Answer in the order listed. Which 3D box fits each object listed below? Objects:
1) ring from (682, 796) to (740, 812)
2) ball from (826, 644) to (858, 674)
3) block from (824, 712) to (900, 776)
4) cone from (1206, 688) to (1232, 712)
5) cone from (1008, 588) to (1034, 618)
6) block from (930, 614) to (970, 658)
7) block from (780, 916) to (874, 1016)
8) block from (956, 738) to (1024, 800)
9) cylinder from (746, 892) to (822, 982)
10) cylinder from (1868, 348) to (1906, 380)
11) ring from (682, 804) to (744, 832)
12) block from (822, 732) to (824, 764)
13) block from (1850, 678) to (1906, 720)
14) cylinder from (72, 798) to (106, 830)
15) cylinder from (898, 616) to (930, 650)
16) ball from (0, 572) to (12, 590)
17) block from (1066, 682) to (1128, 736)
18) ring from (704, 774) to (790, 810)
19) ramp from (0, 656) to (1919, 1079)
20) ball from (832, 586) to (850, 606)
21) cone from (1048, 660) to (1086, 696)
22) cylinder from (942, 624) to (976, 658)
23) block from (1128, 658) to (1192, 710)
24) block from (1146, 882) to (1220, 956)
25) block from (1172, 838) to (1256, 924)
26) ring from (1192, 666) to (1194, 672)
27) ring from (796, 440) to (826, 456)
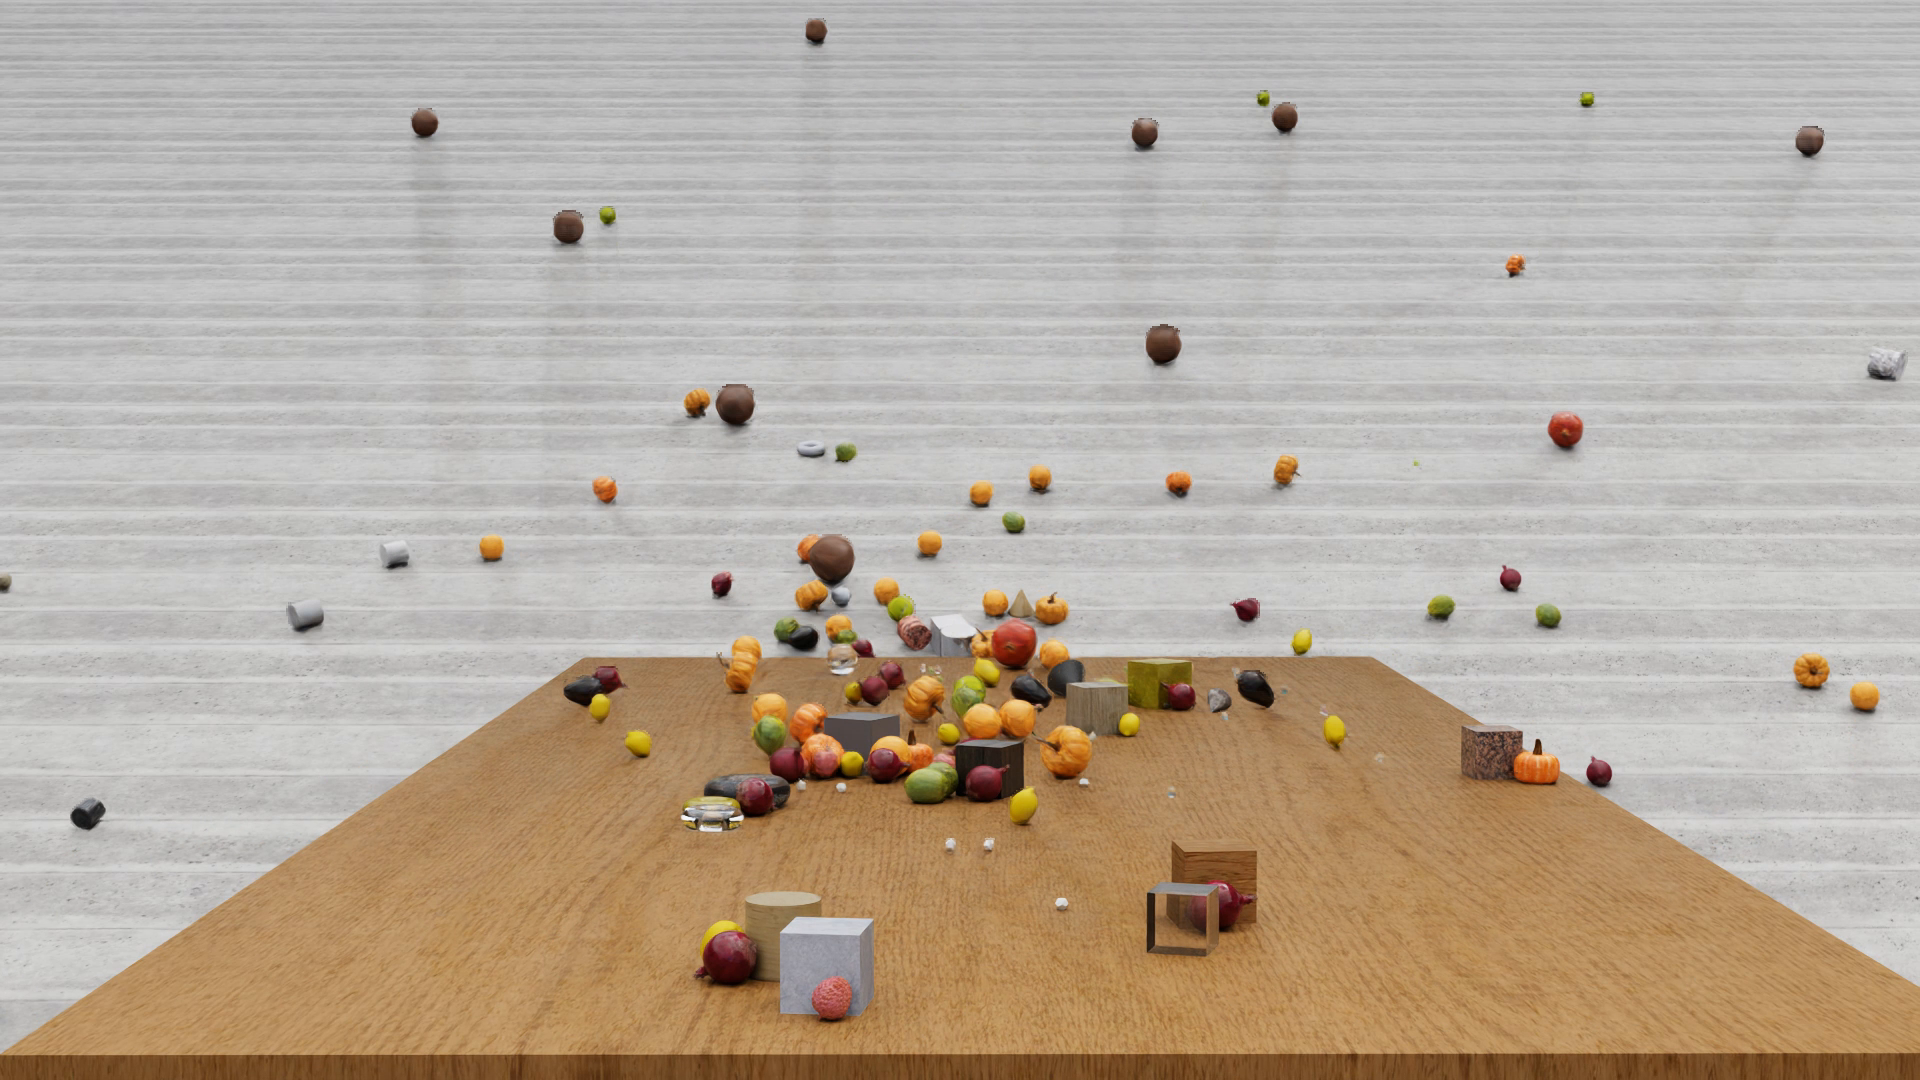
[{"bbox_3d":[-0.385,0.416,3.978,0.091,0.030,0.091,0,2,0],"label":"ring"},{"bbox_3d":[-0.279,0.282,6.096,0.075,0.075,0.075,0,21,0],"label":"ball"},{"bbox_3d":[-0.171,0.356,4.497,0.096,0.096,0.096,2,3,31],"label":"block"},{"bbox_3d":[0.532,0.346,5.354,0.054,0.054,0.054,8,33,21],"label":"cone"},{"bbox_3d":[0.168,0.164,7.022,0.074,0.074,0.074,0,21,0],"label":"cone"},{"bbox_3d":[-0.027,0.252,6.787,0.082,0.082,0.082,-6,22,-16],"label":"block"},{"bbox_3d":[-0.141,0.453,2.738,0.085,0.085,0.085,0,3,8],"label":"block"},{"bbox_3d":[0.049,0.376,4.225,0.084,0.084,0.084,2,3,27],"label":"block"},{"bbox_3d":[-0.198,0.445,2.887,0.085,0.085,0.085,0,3,0],"label":"cylinder"},{"bbox_3d":[3.237,-0.617,8.978,0.094,0.094,0.094,18,28,37],"label":"cylinder"},{"bbox_3d":[-0.375,0.420,3.889,0.095,0.032,0.095,1,2,0],"label":"ring"},{"bbox_3d":[-0.206,0.370,4.587,0.057,0.057,0.057,3,4,44],"label":"block"},{"bbox_3d":[2.300,0.415,6.455,0.083,0.083,0.083,40,61,2],"label":"block"},{"bbox_3d":[-1.994,0.626,5.879,0.053,0.053,0.053,8,36,20],"label":"cylinder"},{"bbox_3d":[-0.122,0.245,6.820,0.071,0.071,0.071,-7,23,-18],"label":"cylinder"},{"bbox_3d":[-2.674,0.114,7.178,0.053,0.053,0.053,0,21,0],"label":"ball"},{"bbox_3d":[0.268,0.329,5.024,0.093,0.093,0.093,-1,3,-19],"label":"block"},{"bbox_3d":[-0.340,0.402,4.101,0.139,0.046,0.139,-1,2,0],"label":"ring"},{"bbox_3d":[0.050,0.452,4.532,2.000,0.100,4.000,0,3,0],"label":"ramp"},{"bbox_3d":[-0.327,0.154,7.079,0.052,0.052,0.052,0,21,0],"label":"ball"},{"bbox_3d":[0.250,0.324,5.610,0.092,0.092,0.092,-8,32,-19],"label":"cone"},{"bbox_3d":[-0.004,0.279,6.708,0.091,0.091,0.091,0,21,0],"label":"cylinder"},{"bbox_3d":[0.424,0.305,5.459,0.096,0.096,0.096,-2,4,-38],"label":"block"},{"bbox_3d":[0.262,0.445,3.021,0.071,0.071,0.071,1,3,17],"label":"block"},{"bbox_3d":[0.317,0.426,3.209,0.090,0.090,0.090,0,3,-6],"label":"block"},{"bbox_3d":[0.501,0.304,6.069,0.103,0.034,0.103,-1,4,0],"label":"ring"},{"bbox_3d":[-0.477,-0.294,8.245,0.093,0.031,0.093,-1,21,0],"label":"ring"}]
